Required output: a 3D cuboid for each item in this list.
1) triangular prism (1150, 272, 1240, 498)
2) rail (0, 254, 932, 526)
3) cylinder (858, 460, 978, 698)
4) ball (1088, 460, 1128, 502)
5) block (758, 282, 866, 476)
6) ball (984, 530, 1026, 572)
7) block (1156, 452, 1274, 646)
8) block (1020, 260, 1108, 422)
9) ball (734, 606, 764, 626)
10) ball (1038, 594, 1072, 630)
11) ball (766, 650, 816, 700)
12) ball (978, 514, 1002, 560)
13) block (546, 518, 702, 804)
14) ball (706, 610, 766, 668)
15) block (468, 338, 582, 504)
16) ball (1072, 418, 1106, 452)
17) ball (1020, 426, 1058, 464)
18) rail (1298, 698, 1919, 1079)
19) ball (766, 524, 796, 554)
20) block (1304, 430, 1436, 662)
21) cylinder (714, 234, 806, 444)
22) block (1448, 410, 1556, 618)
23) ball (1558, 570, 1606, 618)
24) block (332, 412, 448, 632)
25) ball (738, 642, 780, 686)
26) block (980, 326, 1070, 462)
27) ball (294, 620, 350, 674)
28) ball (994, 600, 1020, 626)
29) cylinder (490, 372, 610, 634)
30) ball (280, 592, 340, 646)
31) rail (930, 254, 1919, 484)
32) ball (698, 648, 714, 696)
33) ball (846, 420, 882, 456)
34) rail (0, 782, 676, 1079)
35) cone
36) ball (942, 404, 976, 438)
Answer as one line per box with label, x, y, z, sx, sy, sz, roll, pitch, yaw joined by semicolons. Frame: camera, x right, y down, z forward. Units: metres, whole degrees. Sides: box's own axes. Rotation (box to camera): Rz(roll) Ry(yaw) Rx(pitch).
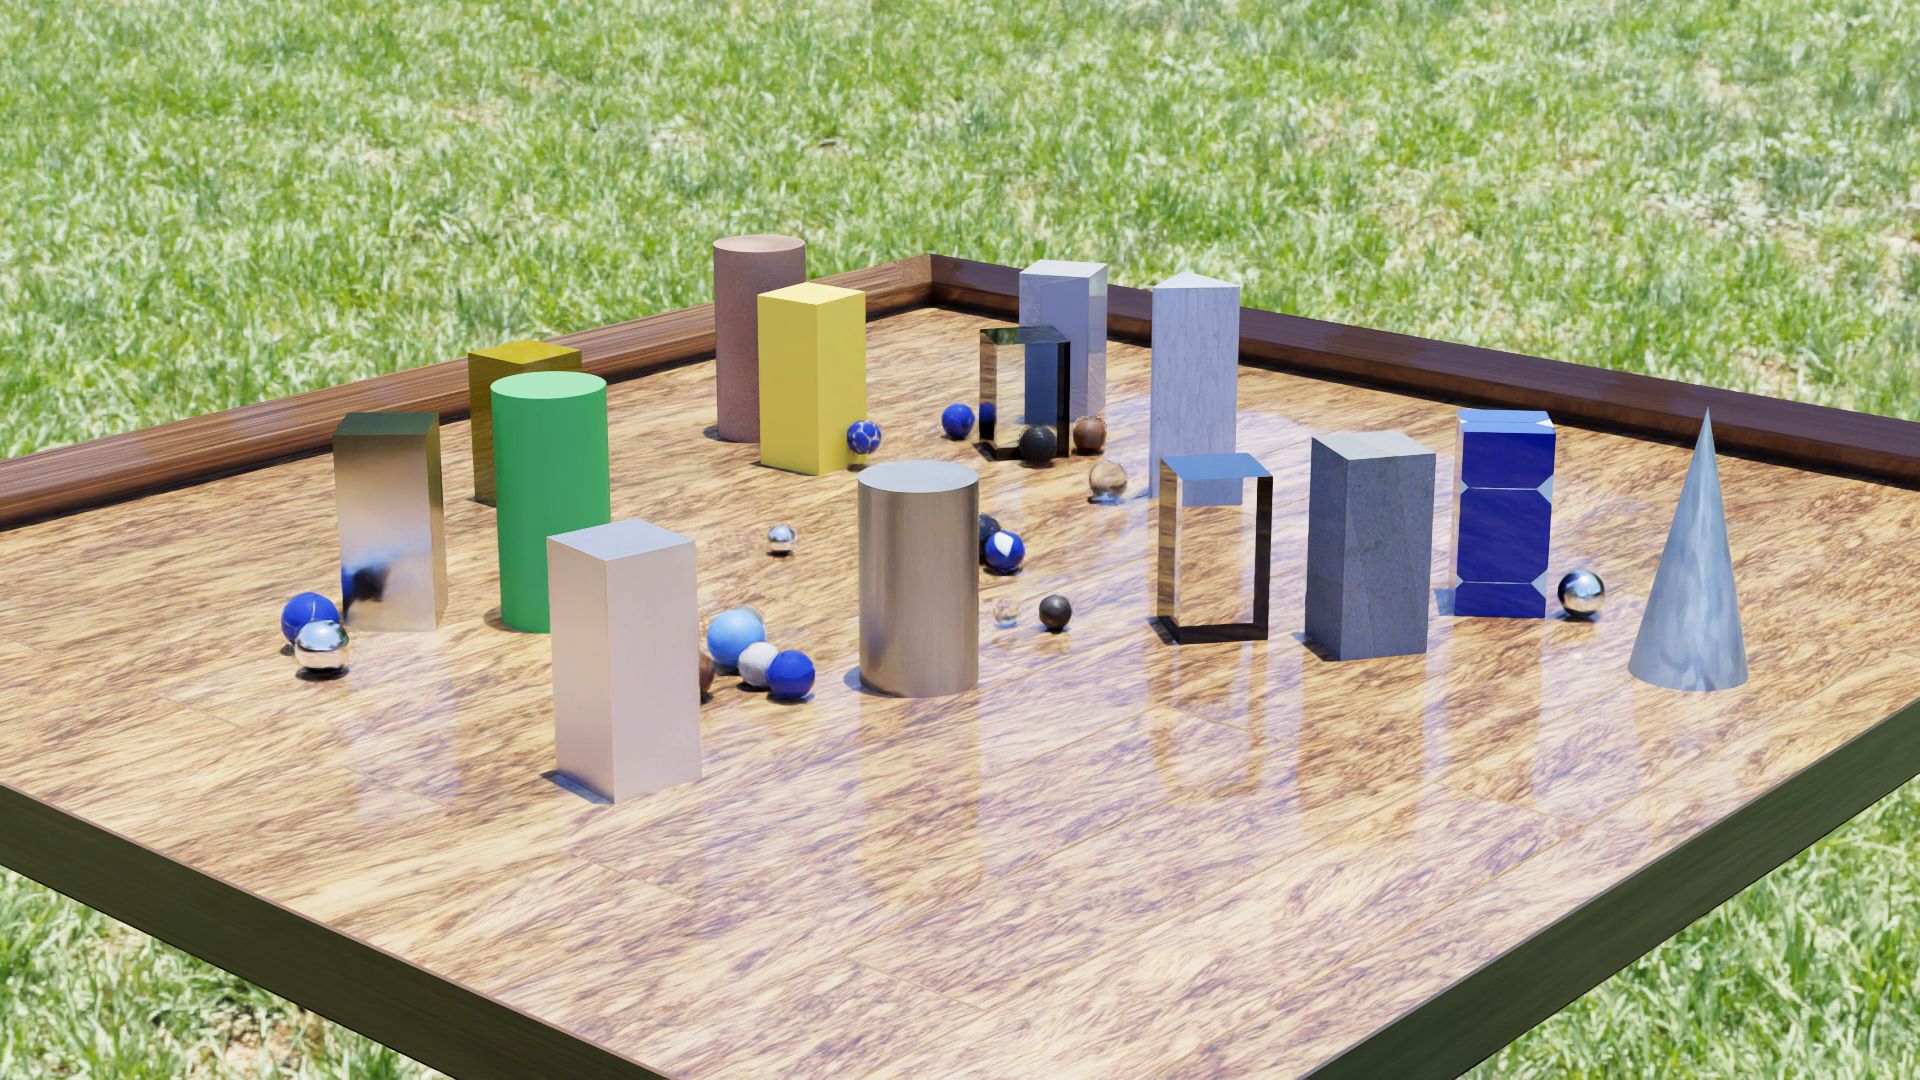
triangular prism;0.446;-0.304;5.725;0.166;0.418;0.144;-2;17;-5
rail;-1.217;-0.274;6.132;0.045;0.124;3.536;14;22;39
cylinder;-0.066;0.060;4.661;0.191;0.336;0.191;0;17;0
ball;0.287;-0.114;5.685;0.078;0.078;0.078;0;17;0
block;-0.297;-0.326;5.918;0.153;0.350;0.153;12;21;35
ball;0.080;0.020;5.249;0.073;0.073;0.073;0;17;0
block;0.425;0.013;4.908;0.153;0.283;0.153;-3;17;-10
block;0.222;-0.429;6.316;0.153;0.317;0.153;5;18;17
ball;-0.357;0.141;4.863;0.064;0.064;0.064;0;17;0
ball;0.160;0.121;4.941;0.058;0.058;0.058;0;17;0
ball;-0.265;0.212;4.610;0.077;0.077;0.077;0;17;0
ball;0.034;-0.006;5.312;0.086;0.086;0.086;0;17;0
block;-0.484;0.172;4.243;0.153;0.363;0.153;-14;22;-38
ball;-0.363;0.160;4.747;0.096;0.096;0.096;0;17;0
block;-0.836;-0.222;5.672;0.153;0.292;0.153;14;21;38
ball;0.266;-0.215;6.033;0.070;0.070;0.070;0;17;0
ball;0.159;-0.192;5.940;0.078;0.078;0.078;0;17;0
rail;1.217;0.337;4.109;0.045;0.124;3.536;14;22;39
ball;-0.326;-0.001;5.353;0.054;0.054;0.054;0;17;0
block;0.673;0.008;4.826;0.153;0.341;0.153;-5;17;-15
cylinder;-0.417;-0.423;6.144;0.191;0.404;0.191;0;17;0
block;0.928;-0.046;5.033;0.153;0.325;0.153;1;17;5
ball;1.060;0.091;5.000;0.081;0.081;0.081;0;17;0
block;-0.960;-0.031;4.953;0.153;0.342;0.153;0;17;-2
ball;-0.318;0.198;4.663;0.071;0.071;0.071;0;17;0
block;0.132;-0.302;6.024;0.153;0.242;0.153;-4;17;-12
ball;-1.026;0.172;4.720;0.089;0.089;0.089;0;17;0
ball;0.079;0.123;4.958;0.045;0.045;0.045;0;17;0
cylinder;-0.687;-0.065;4.956;0.191;0.406;0.191;0;17;0
ball;-1.072;0.134;4.833;0.095;0.095;0.095;0;17;0
rail;1.144;-0.350;6.381;3.270;0.124;0.045;14;22;39
ball;-0.427;0.209;4.608;0.083;0.083;0.083;0;17;0
ball;-0.192;-0.207;5.905;0.072;0.072;0.072;0;17;0
rail;-1.144;0.412;3.860;3.270;0.124;0.045;14;22;39
cone;1.176;0.001;4.674;0.191;0.442;0.191;0;17;0
ball;-0.004;-0.250;6.148;0.071;0.071;0.071;0;17;0
